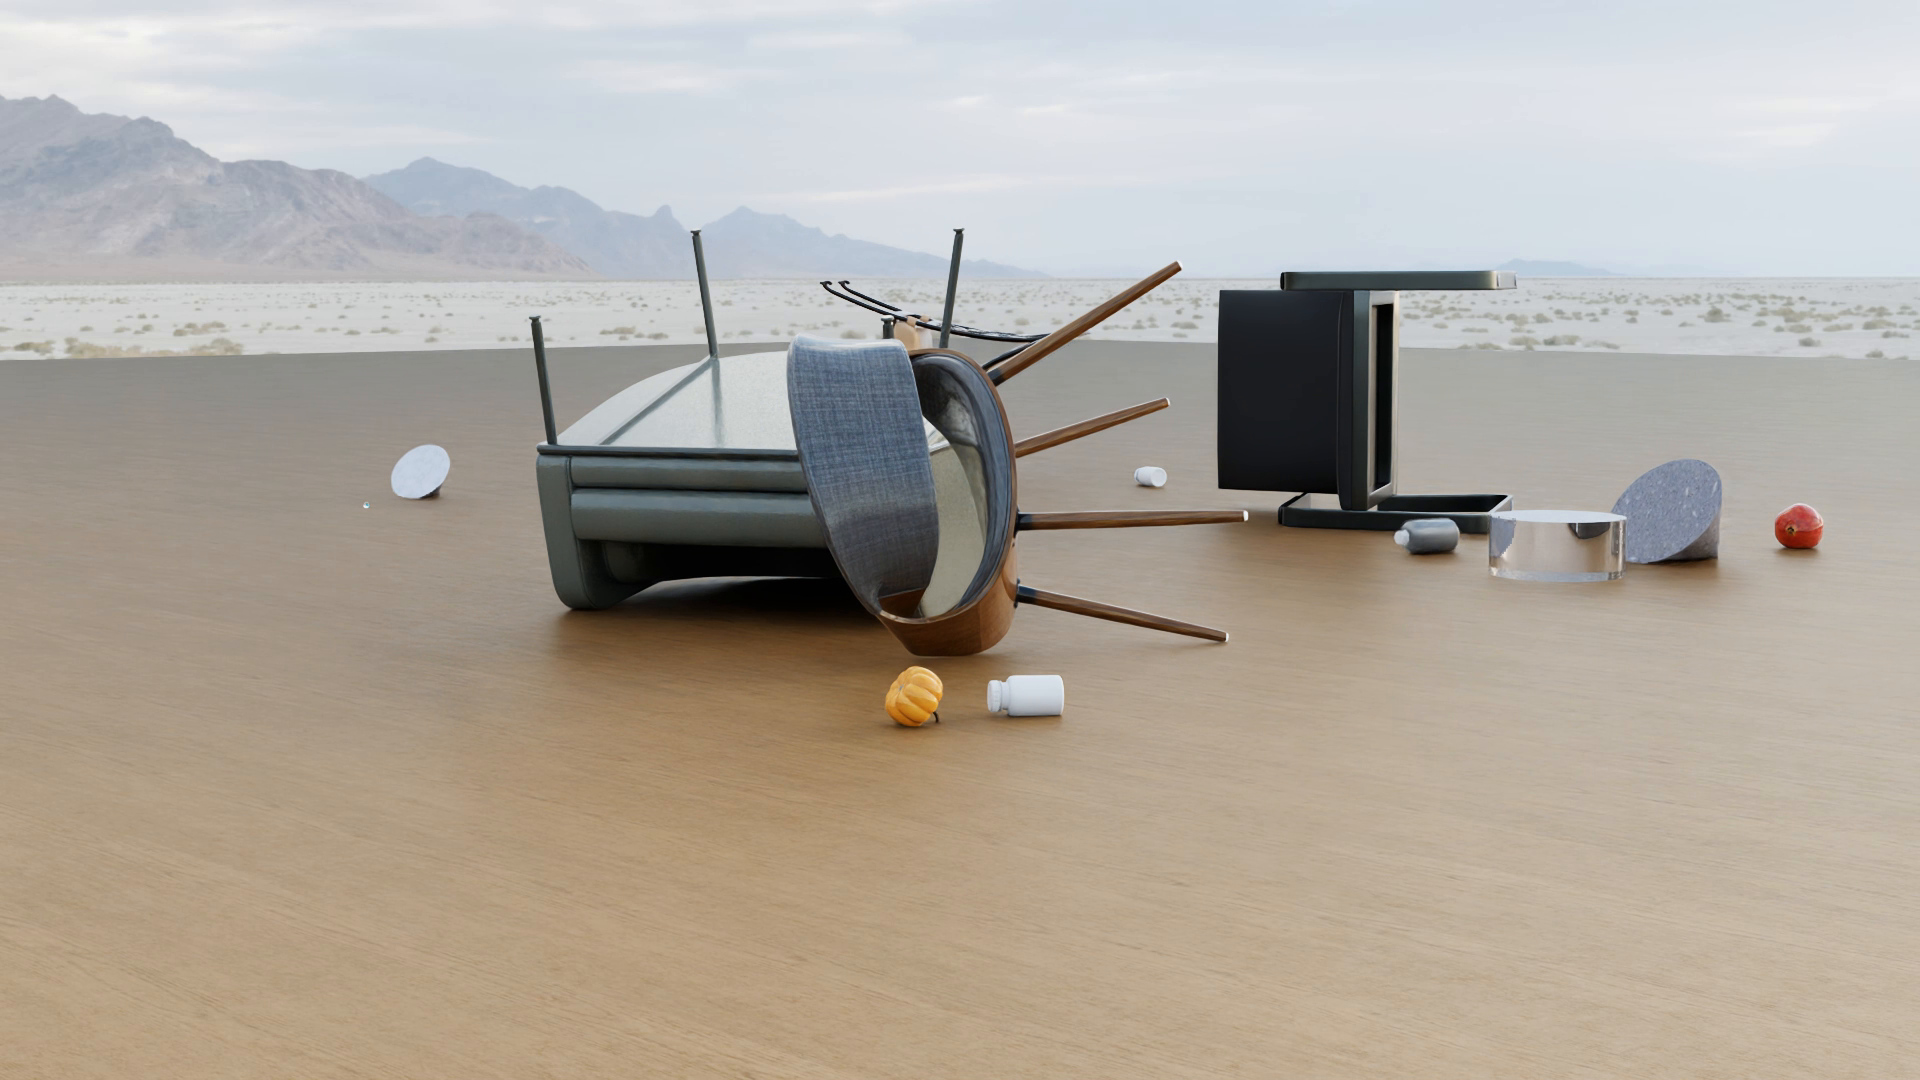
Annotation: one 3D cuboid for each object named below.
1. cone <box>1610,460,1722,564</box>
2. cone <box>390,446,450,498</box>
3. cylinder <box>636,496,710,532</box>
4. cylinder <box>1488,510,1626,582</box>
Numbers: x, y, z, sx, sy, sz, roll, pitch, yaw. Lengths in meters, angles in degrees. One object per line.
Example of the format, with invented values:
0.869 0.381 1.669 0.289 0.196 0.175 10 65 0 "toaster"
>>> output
1.700 -0.013 5.967 0.219 0.273 0.314 34 -33 -30 "cone"
-1.590 -0.170 7.693 0.193 0.117 0.208 -39 49 -8 "cone"
-0.742 -0.067 6.659 0.176 0.083 0.151 0 6 0 "cylinder"
1.320 0.011 5.674 0.295 0.129 0.300 0 6 4 "cylinder"
